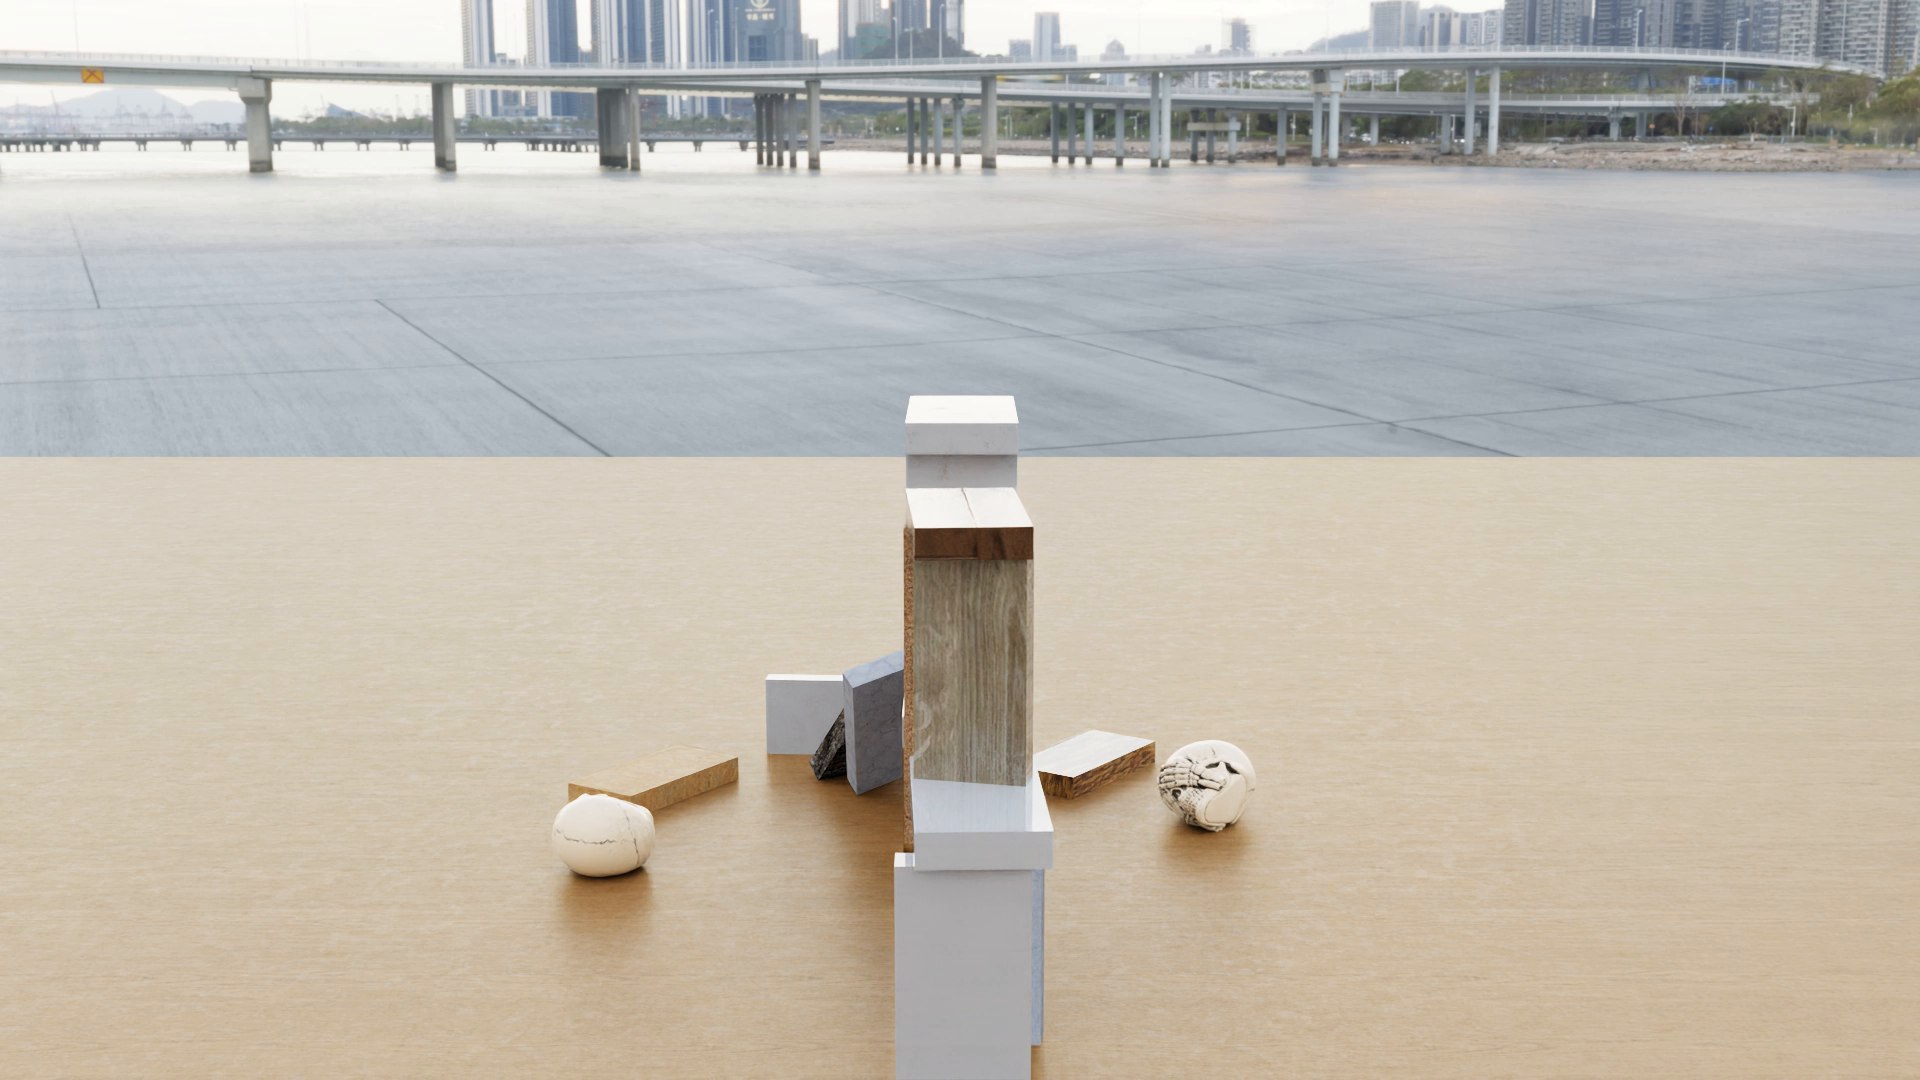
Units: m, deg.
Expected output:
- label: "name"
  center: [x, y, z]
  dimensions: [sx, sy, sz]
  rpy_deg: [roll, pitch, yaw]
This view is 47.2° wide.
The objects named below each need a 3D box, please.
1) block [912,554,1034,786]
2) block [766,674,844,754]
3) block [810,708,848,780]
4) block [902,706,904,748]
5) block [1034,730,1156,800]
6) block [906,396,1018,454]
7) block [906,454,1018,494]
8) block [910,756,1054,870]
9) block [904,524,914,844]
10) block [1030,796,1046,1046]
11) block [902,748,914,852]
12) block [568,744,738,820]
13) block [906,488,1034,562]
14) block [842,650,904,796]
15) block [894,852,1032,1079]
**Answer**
- label: "block"
  center: [0.018, 0.168, 2.930]
  dimensions: [0.154, 0.309, 0.044]
  rpy_deg: [3, 11, 14]
- label: "block"
  center: [-0.237, 0.358, 4.490]
  dimensions: [0.313, 0.157, 0.044]
  rpy_deg: [1, 11, 4]
- label: "block"
  center: [-0.163, 0.349, 4.260]
  dimensions: [0.155, 0.310, 0.044]
  rpy_deg: [-8, 55, -36]
- label: "block"
  center: [-0.001, 0.257, 3.457]
  dimensions: [0.171, 0.048, 0.342]
  rpy_deg: [0, 11, 0]
- label: "block"
  center: [0.241, 0.441, 4.350]
  dimensions: [0.155, 0.044, 0.310]
  rpy_deg: [7, 13, 34]
- label: "block"
  center: [0.003, -0.192, 3.632]
  dimensions: [0.178, 0.050, 0.355]
  rpy_deg: [0, 11, 0]
- label: "block"
  center: [0.003, 0.032, 3.553]
  dimensions: [0.178, 0.360, 0.050]
  rpy_deg: [0, 11, 0]
- label: "block"
  center: [0.023, 0.355, 2.902]
  dimensions: [0.173, 0.049, 0.346]
  rpy_deg: [0, 10, -2]
- label: "block"
  center: [-0.002, 0.206, 3.128]
  dimensions: [0.154, 0.455, 0.044]
  rpy_deg: [0, 8, 0]
- label: "block"
  center: [0.029, 0.527, 3.063]
  dimensions: [0.173, 0.346, 0.049]
  rpy_deg: [1, 10, 7]
- label: "block"
  center: [-0.001, 0.470, 3.381]
  dimensions: [0.171, 0.342, 0.048]
  rpy_deg: [0, 11, 0]
- label: "block"
  center: [-0.587, 0.463, 4.231]
  dimensions: [0.157, 0.044, 0.313]
  rpy_deg: [7, 13, 33]
- label: "block"
  center: [0.009, -0.024, 2.997]
  dimensions: [0.154, 0.044, 0.309]
  rpy_deg: [-1, 11, -3]
- label: "block"
  center: [-0.136, 0.340, 4.141]
  dimensions: [0.157, 0.313, 0.044]
  rpy_deg: [-20, 49, -19]
- label: "block"
  center: [0.004, 0.573, 2.813]
  dimensions: [0.173, 0.346, 0.049]
  rpy_deg: [0, 12, 0]
